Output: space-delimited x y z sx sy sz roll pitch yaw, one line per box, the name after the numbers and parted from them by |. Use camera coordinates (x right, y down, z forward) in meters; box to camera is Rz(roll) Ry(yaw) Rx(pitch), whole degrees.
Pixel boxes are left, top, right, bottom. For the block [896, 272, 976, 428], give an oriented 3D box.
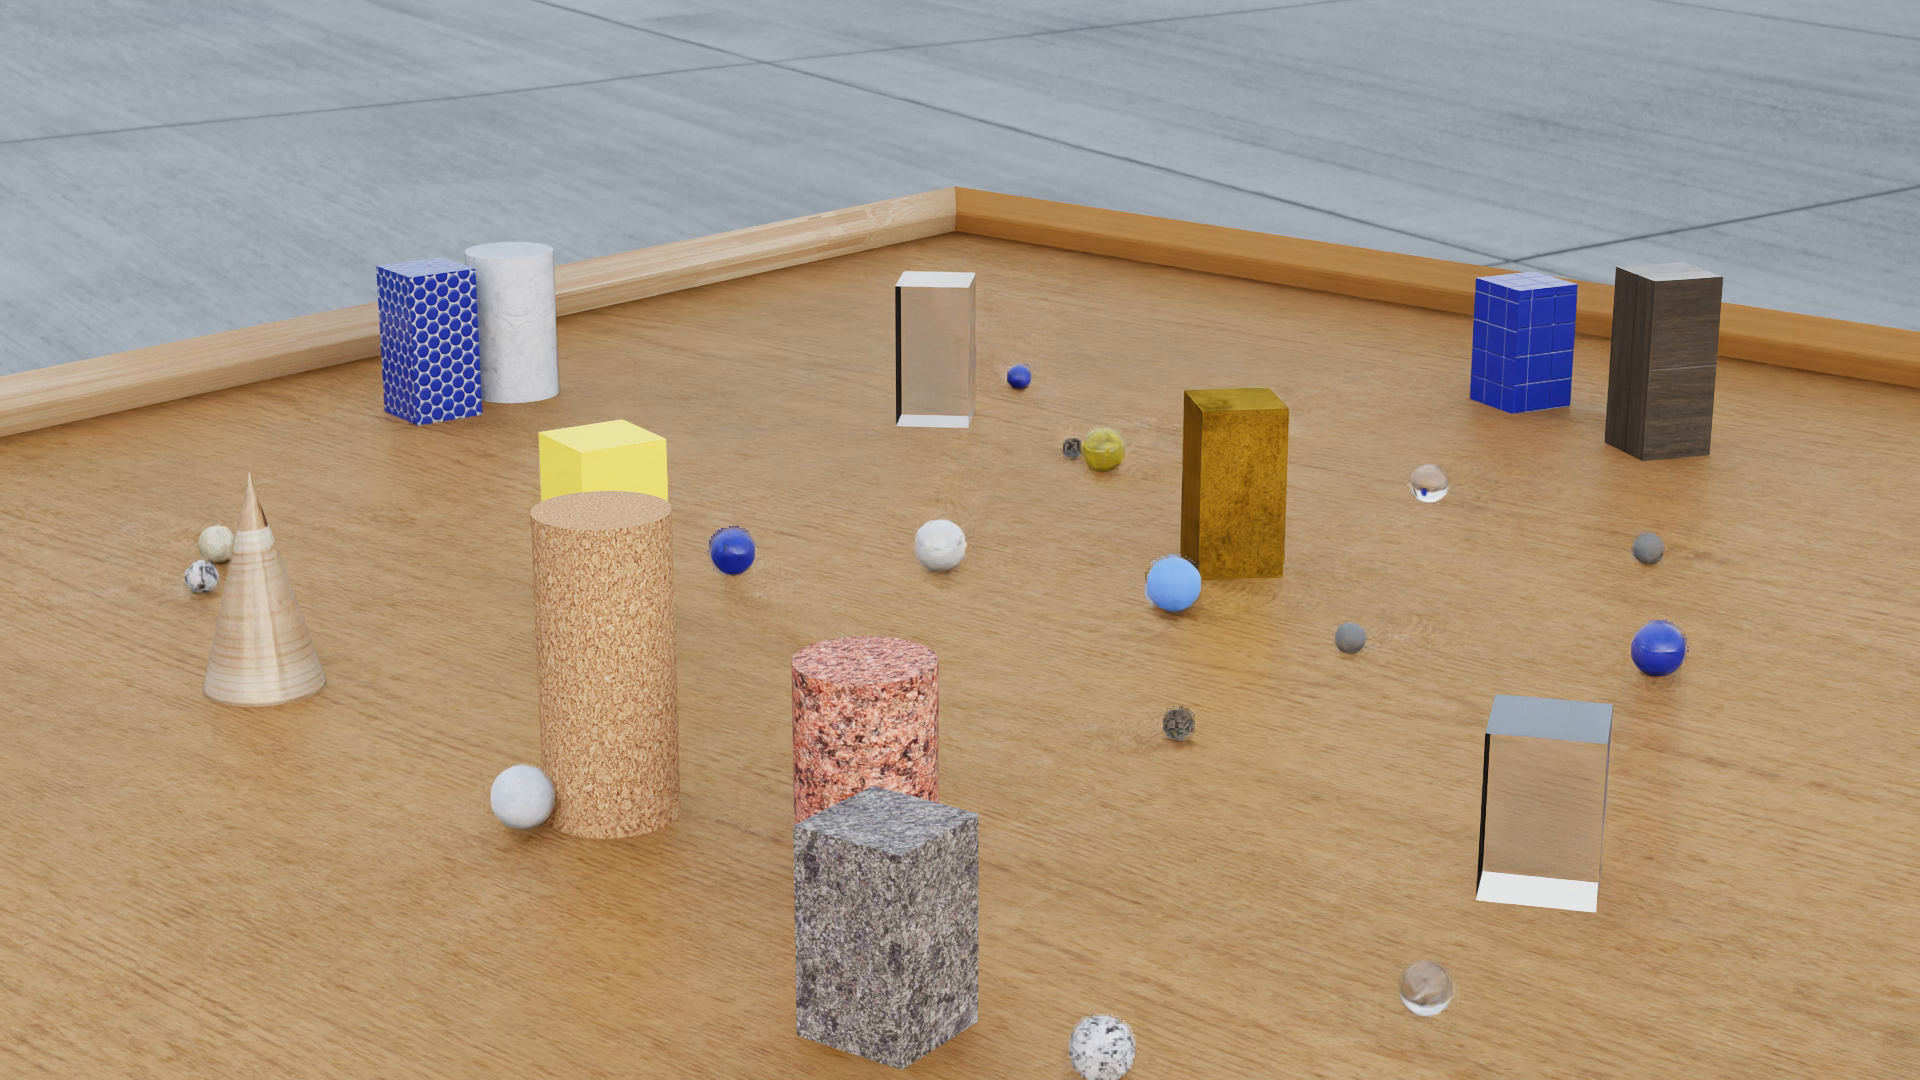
-0.051 -0.408 6.274 0.155 0.304 0.155 2 17 5 | block

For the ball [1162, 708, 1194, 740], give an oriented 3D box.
0.330 0.279 4.438 0.048 0.048 0.048 0 17 0 | ball

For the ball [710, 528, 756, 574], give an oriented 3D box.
-0.405 0.021 5.235 0.082 0.082 0.082 0 17 0 | ball

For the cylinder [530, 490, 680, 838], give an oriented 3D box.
-0.494 0.173 4.101 0.194 0.447 0.194 0 17 0 | cylinder

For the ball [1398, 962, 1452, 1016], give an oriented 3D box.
0.562 0.542 3.539 0.064 0.064 0.064 0 17 0 | ball

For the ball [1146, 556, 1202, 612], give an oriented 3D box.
0.367 0.076 5.032 0.095 0.095 0.095 0 17 0 | ball

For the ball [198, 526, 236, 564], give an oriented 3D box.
-1.343 0.007 5.303 0.069 0.069 0.069 0 17 0 | ball

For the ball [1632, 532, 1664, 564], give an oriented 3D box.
1.243 0.016 5.295 0.058 0.058 0.058 0 17 0 | ball

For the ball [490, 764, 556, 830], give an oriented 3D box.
-0.606 0.357 4.067 0.090 0.090 0.090 0 17 0 | ball

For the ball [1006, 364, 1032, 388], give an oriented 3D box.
0.132 -0.365 6.564 0.054 0.054 0.054 0 17 0 | ball

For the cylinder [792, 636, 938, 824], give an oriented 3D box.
-0.126 0.303 3.918 0.194 0.303 0.194 0 17 0 | cylinder

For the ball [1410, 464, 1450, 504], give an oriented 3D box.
0.910 -0.109 5.678 0.076 0.076 0.076 0 17 0 | ball

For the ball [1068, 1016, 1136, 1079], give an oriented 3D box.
0.163 0.586 3.372 0.077 0.077 0.077 0 17 0 | ball

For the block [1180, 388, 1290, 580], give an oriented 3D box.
0.490 -0.101 5.246 0.155 0.310 0.155 -2 17 -7 | block

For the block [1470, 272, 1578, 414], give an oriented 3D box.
1.231 -0.433 6.410 0.155 0.272 0.155 -8 19 -26 | block

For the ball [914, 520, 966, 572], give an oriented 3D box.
-0.036 0.010 5.251 0.094 0.094 0.094 0 17 0 | ball

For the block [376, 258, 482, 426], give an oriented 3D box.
-1.143 -0.430 6.315 0.155 0.321 0.155 -12 21 -35 | block

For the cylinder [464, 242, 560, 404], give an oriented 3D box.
-0.991 -0.483 6.489 0.194 0.322 0.194 0 17 0 | cylinder

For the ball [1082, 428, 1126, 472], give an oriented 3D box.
0.288 -0.181 5.892 0.090 0.090 0.090 0 17 0 | ball

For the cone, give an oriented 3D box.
-1.108 0.063 4.623 0.194 0.355 0.194 0 17 0 | cone

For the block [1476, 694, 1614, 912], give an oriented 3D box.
0.776 0.347 3.889 0.155 0.235 0.155 4 17 14 | block

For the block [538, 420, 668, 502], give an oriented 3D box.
-0.590 -0.008 4.880 0.155 0.342 0.155 -11 20 -32 | block

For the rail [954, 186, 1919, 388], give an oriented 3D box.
1.652 -0.518 6.942 4.456 0.126 0.045 14 22 39 | rail

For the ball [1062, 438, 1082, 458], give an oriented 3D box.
0.230 -0.188 5.998 0.042 0.042 0.042 0 17 0 | ball

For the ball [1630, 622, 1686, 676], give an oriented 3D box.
1.122 0.176 4.712 0.087 0.087 0.087 0 17 0 | ball

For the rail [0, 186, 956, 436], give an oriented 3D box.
-1.665 -0.386 6.504 0.045 0.126 5.087 14 22 39 | rail

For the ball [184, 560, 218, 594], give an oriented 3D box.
-1.327 0.065 5.131 0.058 0.058 0.058 0 17 0 | ball

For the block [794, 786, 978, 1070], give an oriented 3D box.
-0.086 0.456 3.470 0.155 0.269 0.155 11 20 33 | block

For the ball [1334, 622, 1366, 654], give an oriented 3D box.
0.642 0.161 4.823 0.051 0.051 0.051 0 17 0 | ball

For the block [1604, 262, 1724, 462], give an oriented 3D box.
1.443 -0.368 6.019 0.155 0.373 0.155 -5 18 -17 | block
